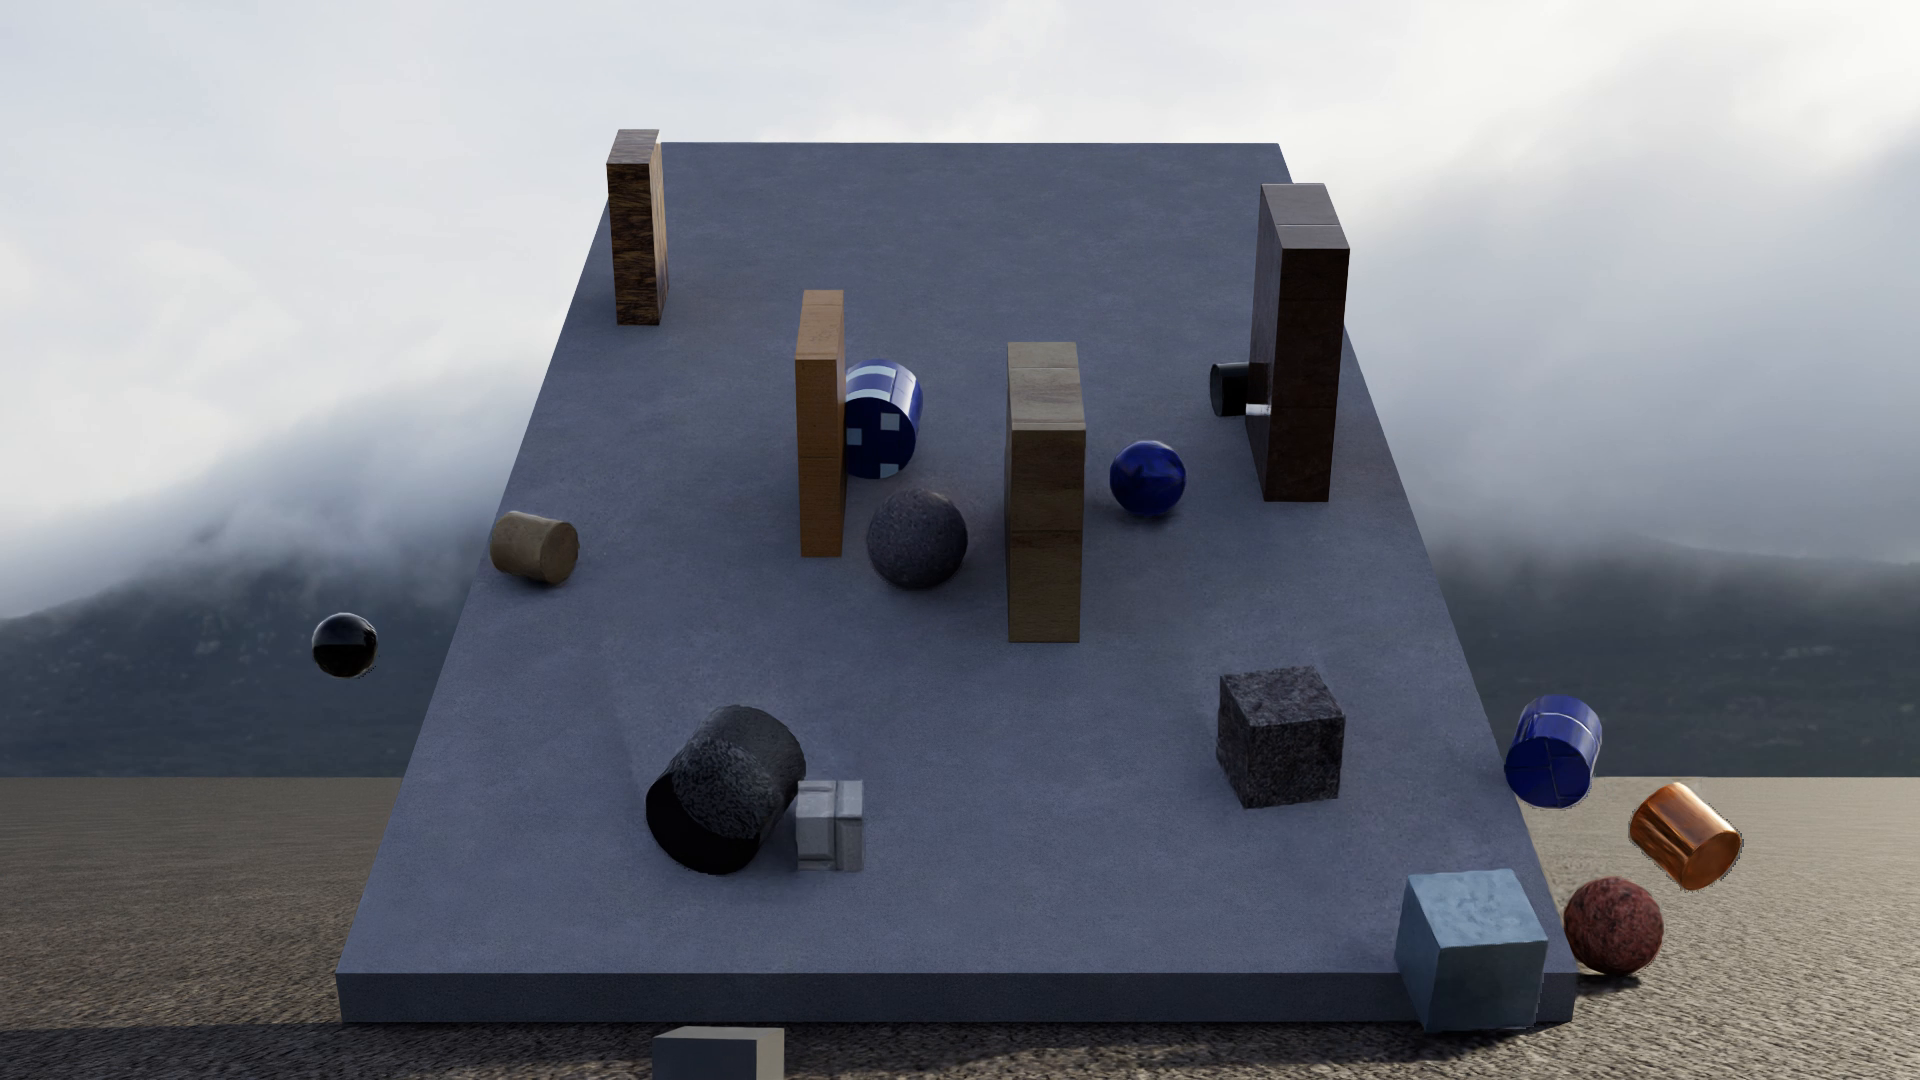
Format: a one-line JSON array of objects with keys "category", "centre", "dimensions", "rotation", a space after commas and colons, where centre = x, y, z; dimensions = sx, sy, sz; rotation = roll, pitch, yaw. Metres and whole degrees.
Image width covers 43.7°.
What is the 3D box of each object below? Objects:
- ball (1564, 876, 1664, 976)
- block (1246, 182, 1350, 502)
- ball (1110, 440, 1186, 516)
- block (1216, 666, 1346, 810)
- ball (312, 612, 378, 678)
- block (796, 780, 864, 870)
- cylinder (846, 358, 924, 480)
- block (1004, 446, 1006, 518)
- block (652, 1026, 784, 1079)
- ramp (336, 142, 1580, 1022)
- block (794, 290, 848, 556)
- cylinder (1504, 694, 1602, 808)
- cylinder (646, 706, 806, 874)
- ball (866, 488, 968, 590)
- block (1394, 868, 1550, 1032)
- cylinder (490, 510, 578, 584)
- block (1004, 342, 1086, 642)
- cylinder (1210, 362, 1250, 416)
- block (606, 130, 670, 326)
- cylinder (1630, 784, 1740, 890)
[{"category": "ball", "centre": [1.308, 0.773, 4.797], "dimensions": [0.195, 0.195, 0.195], "rotation": [0, -6, 0]}, {"category": "block", "centre": [0.742, -0.440, 5.311], "dimensions": [0.141, 0.597, 0.392], "rotation": [0, 29, 0]}, {"category": "ball", "centre": [0.407, -0.135, 5.200], "dimensions": [0.166, 0.166, 0.166], "rotation": [0, -6, 0]}, {"category": "block", "centre": [0.573, 0.353, 4.299], "dimensions": [0.174, 0.174, 0.174], "rotation": [-6, 29, -10]}, {"category": "ball", "centre": [-1.222, 0.210, 4.759], "dimensions": [0.130, 0.130, 0.130], "rotation": [0, -6, 0]}, {"category": "block", "centre": [-0.222, 0.489, 4.111], "dimensions": [0.110, 0.110, 0.110], "rotation": [0, 29, -1]}, {"category": "cylinder", "centre": [-0.192, -0.274, 5.412], "dimensions": [0.204, 0.204, 0.204], "rotation": [0, 29, 5]}, {"category": "block", "centre": [0.174, -0.098, 5.143], "dimensions": [0.154, 0.154, 0.154], "rotation": [0, 29, 0]}, {"category": "block", "centre": [-0.266, 0.604, 2.647], "dimensions": [0.117, 0.117, 0.117], "rotation": [-1, -6, 10]}, {"category": "ramp", "centre": [-0.012, -0.219, 5.629], "dimensions": [2.000, 0.100, 4.000], "rotation": [0, 29, 0]}, {"category": "block", "centre": [-0.293, -0.251, 5.106], "dimensions": [0.085, 0.456, 0.362], "rotation": [0, 29, 0]}, {"category": "cylinder", "centre": [1.063, 0.378, 4.286], "dimensions": [0.149, 0.149, 0.149], "rotation": [-3, 26, 25]}, {"category": "cylinder", "centre": [-0.401, 0.428, 4.117], "dimensions": [0.210, 0.210, 0.210], "rotation": [-2, 26, 22]}, {"category": "ball", "centre": [-0.088, -0.002, 4.912], "dimensions": [0.207, 0.207, 0.207], "rotation": [0, -6, 0]}, {"category": "block", "centre": [0.800, 0.644, 3.763], "dimensions": [0.173, 0.173, 0.173], "rotation": [-3, 32, -7]}, {"category": "cylinder", "centre": [-0.877, 0.015, 4.941], "dimensions": [0.129, 0.129, 0.129], "rotation": [12, 0, 25]}, {"category": "block", "centre": [0.167, -0.100, 4.820], "dimensions": [0.140, 0.468, 0.411], "rotation": [0, 29, 0]}, {"category": "cylinder", "centre": [0.666, -0.357, 5.651], "dimensions": [0.125, 0.125, 0.125], "rotation": [-5, -5, -9]}, {"category": "block", "centre": [-0.822, -0.801, 6.130], "dimensions": [0.106, 0.435, 0.258], "rotation": [0, 29, 0]}, {"category": "cylinder", "centre": [1.509, 0.618, 4.988], "dimensions": [0.158, 0.158, 0.158], "rotation": [4, 30, -36]}]
